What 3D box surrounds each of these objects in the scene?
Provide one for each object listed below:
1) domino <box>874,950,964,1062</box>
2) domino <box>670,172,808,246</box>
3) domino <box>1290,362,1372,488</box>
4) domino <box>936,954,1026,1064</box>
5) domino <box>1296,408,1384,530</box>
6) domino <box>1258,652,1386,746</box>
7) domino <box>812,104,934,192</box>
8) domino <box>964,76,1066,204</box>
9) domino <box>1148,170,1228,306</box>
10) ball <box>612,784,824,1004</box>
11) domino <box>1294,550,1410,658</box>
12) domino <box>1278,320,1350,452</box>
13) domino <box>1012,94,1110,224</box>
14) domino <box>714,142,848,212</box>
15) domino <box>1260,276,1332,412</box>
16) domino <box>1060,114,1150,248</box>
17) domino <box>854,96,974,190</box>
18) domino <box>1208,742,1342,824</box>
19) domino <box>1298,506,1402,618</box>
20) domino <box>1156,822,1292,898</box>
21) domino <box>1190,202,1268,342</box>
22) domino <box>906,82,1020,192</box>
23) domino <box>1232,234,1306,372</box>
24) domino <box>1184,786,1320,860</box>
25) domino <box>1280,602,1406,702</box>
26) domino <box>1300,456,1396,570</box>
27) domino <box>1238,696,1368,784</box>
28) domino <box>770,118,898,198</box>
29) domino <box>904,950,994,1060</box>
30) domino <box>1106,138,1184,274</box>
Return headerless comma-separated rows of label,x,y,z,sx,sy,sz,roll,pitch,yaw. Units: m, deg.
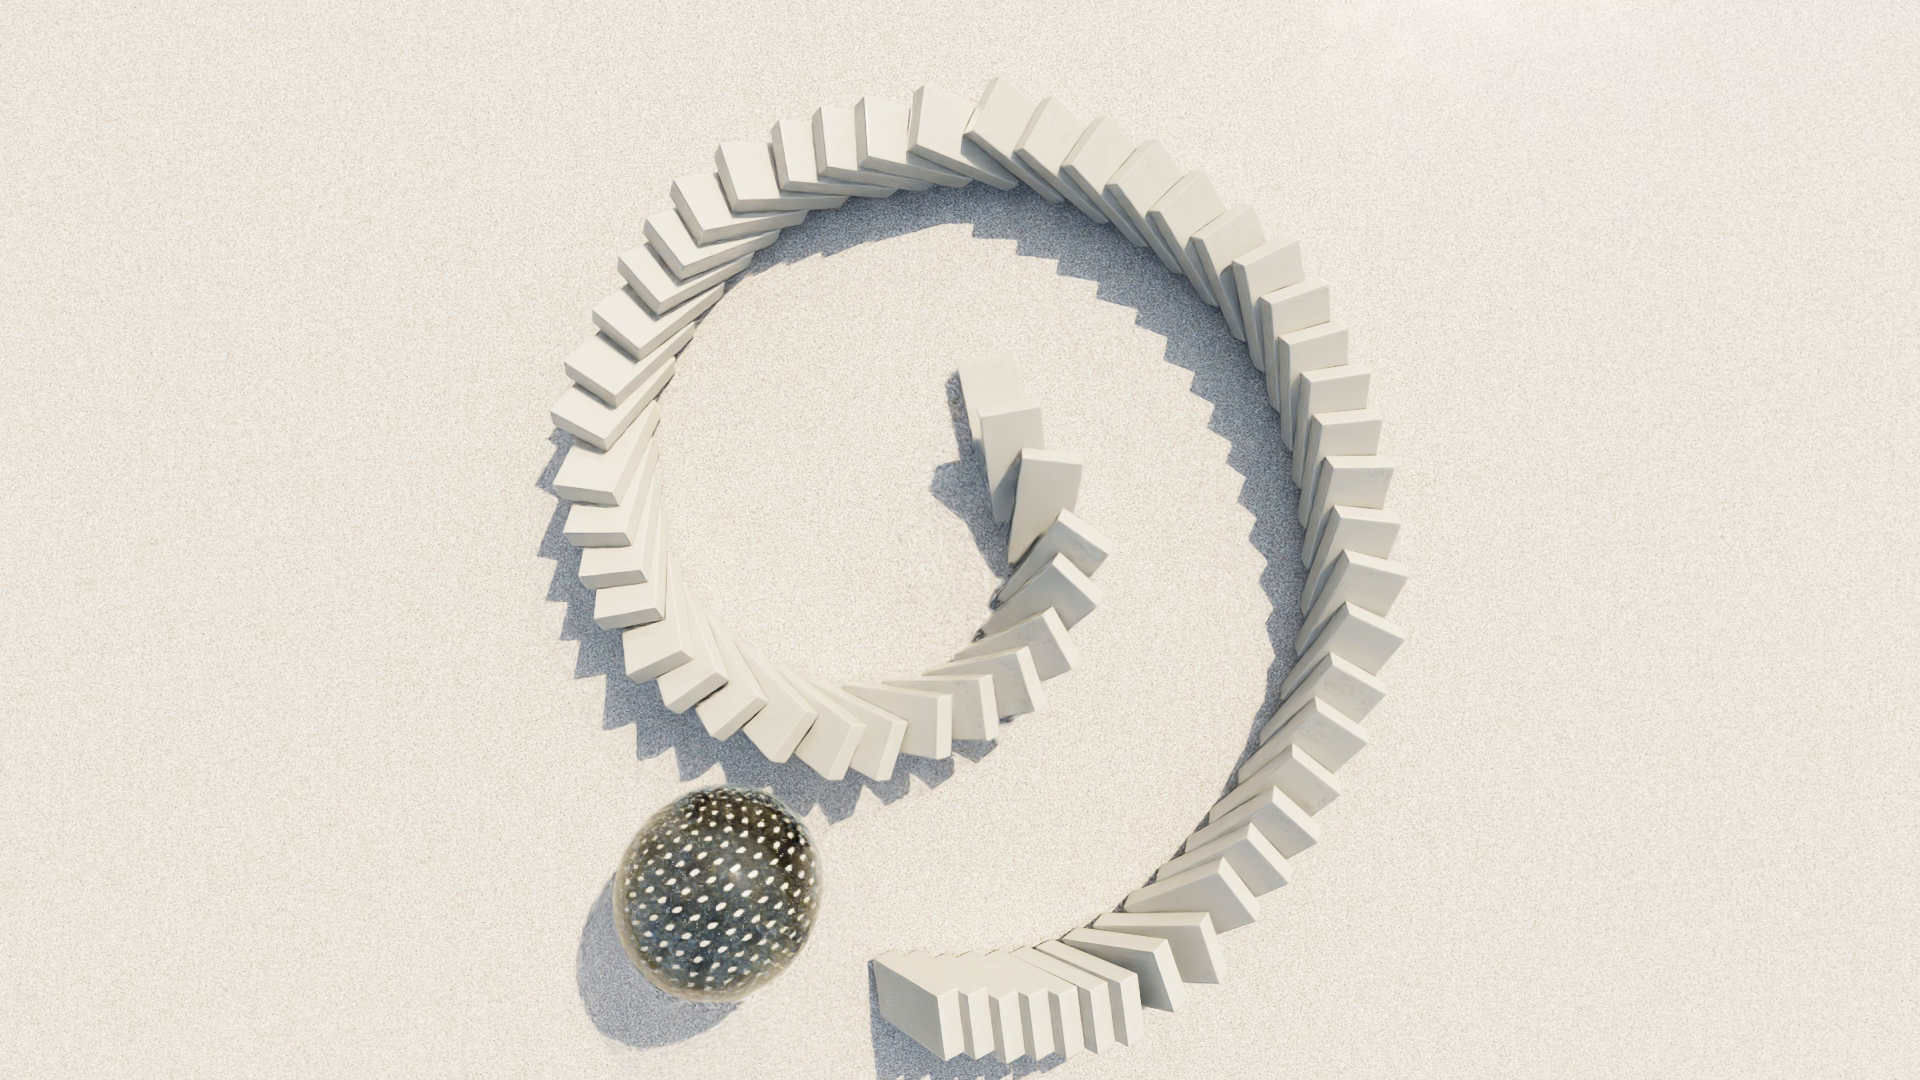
domino,-0.018,0.190,0.377,0.009,0.050,0.025,-7,90,-35
domino,-0.091,-0.140,0.381,0.050,0.009,0.025,-26,83,-34
domino,0.154,-0.047,0.382,0.025,0.009,0.050,-9,124,-1
domino,0.006,0.191,0.377,0.009,0.050,0.025,-7,90,-35
domino,0.158,-0.029,0.382,0.025,0.010,0.050,-6,123,-1
domino,0.151,0.073,0.384,0.025,0.009,0.050,29,118,0
domino,-0.036,-0.162,0.382,0.050,0.009,0.025,-5,88,-33
domino,0.028,-0.167,0.384,0.050,0.010,0.025,27,90,-29
domino,0.102,-0.126,0.384,0.025,0.009,0.050,-43,119,0
ball,-0.094,0.137,0.360,0.080,0.080,0.080,0,90,0
domino,0.163,0.030,0.383,0.025,0.009,0.050,14,121,-2
domino,0.148,-0.064,0.382,0.025,0.009,0.050,-15,124,0
domino,0.049,-0.159,0.384,0.050,0.009,0.025,30,90,-28
domino,-0.074,-0.151,0.381,0.050,0.010,0.025,-16,84,-33
domino,0.141,-0.081,0.382,0.025,0.010,0.050,-19,124,-1
domino,0.068,-0.149,0.384,0.050,0.009,0.025,36,90,-29
domino,-0.019,-0.165,0.382,0.050,0.010,0.025,-1,85,-33
domino,0.131,0.110,0.384,0.025,0.010,0.050,38,118,0
domino,0.162,0.011,0.383,0.025,0.009,0.050,6,121,0
domino,0.109,0.139,0.382,0.025,0.009,0.050,47,124,-1
domino,0.118,-0.112,0.384,0.025,0.009,0.050,-35,120,0
domino,0.003,-0.167,0.383,0.050,0.010,0.025,8,88,-32
domino,0.131,-0.098,0.382,0.025,0.010,0.050,-27,124,-2
domino,0.121,0.125,0.382,0.025,0.009,0.050,42,124,-2
domino,0.159,0.052,0.383,0.025,0.009,0.050,25,120,0
domino,0.161,-0.011,0.382,0.025,0.009,0.050,0,123,-1
domino,0.143,0.091,0.384,0.025,0.010,0.050,33,119,-1
domino,-0.052,-0.158,0.382,0.050,0.009,0.025,-9,90,-33
domino,-0.006,0.190,0.377,0.009,0.050,0.025,-7,90,-35
domino,0.086,-0.139,0.384,0.025,0.009,0.050,-48,119,-1
